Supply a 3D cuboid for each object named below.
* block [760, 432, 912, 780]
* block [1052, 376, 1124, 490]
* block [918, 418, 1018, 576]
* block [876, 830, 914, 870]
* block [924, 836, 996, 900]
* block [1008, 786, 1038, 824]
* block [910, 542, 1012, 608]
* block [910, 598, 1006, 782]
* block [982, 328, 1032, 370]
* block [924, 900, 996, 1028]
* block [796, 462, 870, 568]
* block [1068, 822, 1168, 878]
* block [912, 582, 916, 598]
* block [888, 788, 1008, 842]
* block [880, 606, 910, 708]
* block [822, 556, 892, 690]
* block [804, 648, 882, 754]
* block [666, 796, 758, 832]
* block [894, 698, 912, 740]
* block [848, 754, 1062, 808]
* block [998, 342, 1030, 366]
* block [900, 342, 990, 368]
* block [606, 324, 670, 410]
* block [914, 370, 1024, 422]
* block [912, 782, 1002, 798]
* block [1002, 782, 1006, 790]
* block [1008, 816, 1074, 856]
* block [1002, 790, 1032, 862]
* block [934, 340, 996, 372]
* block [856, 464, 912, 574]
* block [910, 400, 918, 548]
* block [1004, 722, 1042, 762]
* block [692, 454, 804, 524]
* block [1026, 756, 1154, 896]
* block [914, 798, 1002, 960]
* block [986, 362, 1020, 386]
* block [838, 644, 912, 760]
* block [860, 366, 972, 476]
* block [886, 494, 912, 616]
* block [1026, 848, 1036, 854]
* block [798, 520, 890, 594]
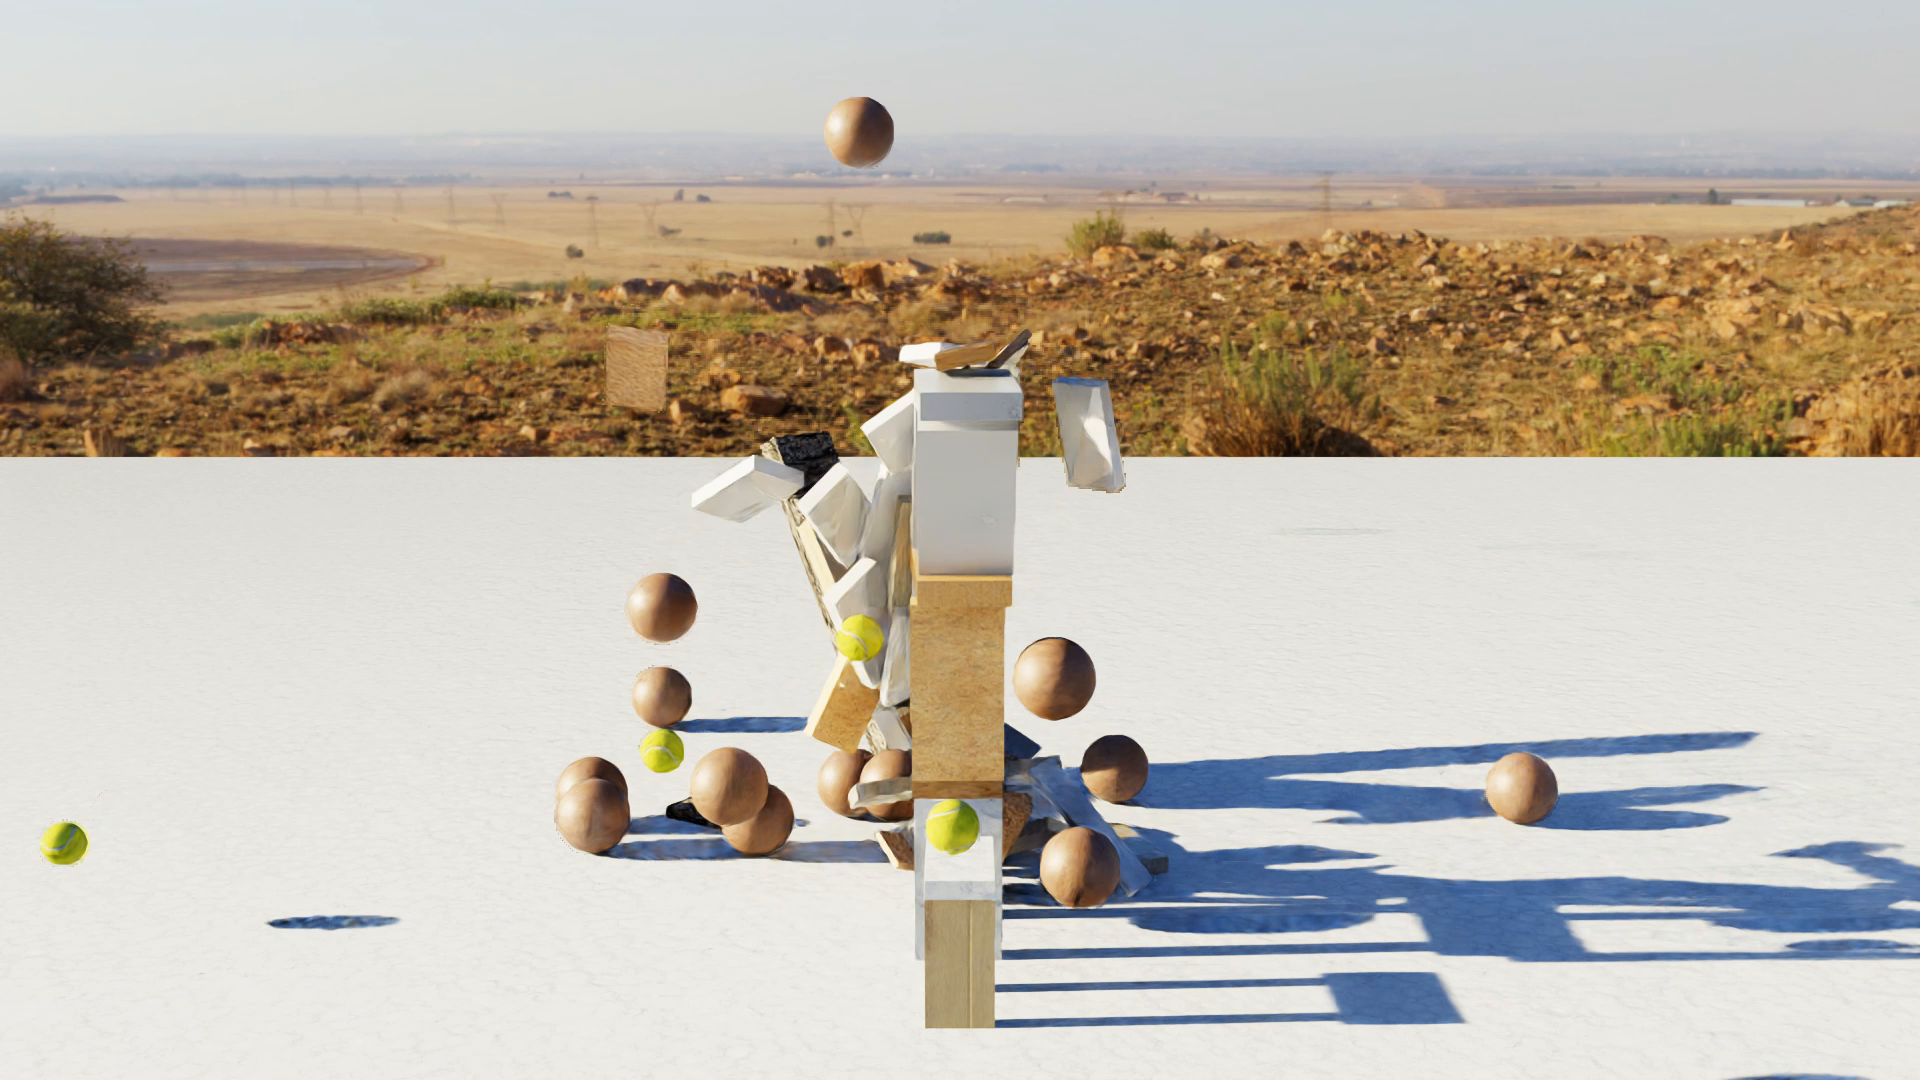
[{"bbox_3d":[-0.203,0.132,4.326,0.044,0.723,0.156,-28,-12,39],"label":"block"},{"bbox_3d":[0.193,-0.160,3.304,0.085,0.171,0.024,10,33,36],"label":"block"},{"bbox_3d":[0.009,-0.062,3.103,0.138,0.275,0.039,0,44,-1],"label":"block"},{"bbox_3d":[-0.106,0.537,3.804,0.047,0.013,0.094,9,24,-31],"label":"block"},{"bbox_3d":[0.000,0.469,3.157,0.099,0.028,0.198,0,11,0],"label":"block"},{"bbox_3d":[0.049,0.466,3.793,0.157,0.022,0.078,-10,28,23],"label":"block"},{"bbox_3d":[-0.001,0.050,3.286,0.137,0.039,0.275,-1,12,-3],"label":"block"},{"bbox_3d":[-0.004,0.221,3.239,0.137,0.275,0.039,0,16,-1],"label":"block"},{"bbox_3d":[0.064,-0.273,3.275,0.052,0.015,0.104,-40,5,46],"label":"block"},{"bbox_3d":[0.000,0.593,3.112,0.099,0.198,0.028,0,11,0],"label":"block"},{"bbox_3d":[-0.184,-0.037,3.446,0.026,0.092,0.185,38,-11,32],"label":"block"},{"bbox_3d":[0.276,0.542,3.848,0.102,0.029,0.204,-4,11,-19],"label":"block"},{"bbox_3d":[-0.005,0.184,3.417,0.137,0.275,0.039,0,15,-1],"label":"block"},{"bbox_3d":[-0.020,0.486,3.931,0.211,0.022,0.078,-24,3,-18],"label":"block"},{"bbox_3d":[-0.069,0.184,3.511,0.094,0.187,0.027,-5,39,-20],"label":"block"},{"bbox_3d":[-0.144,0.134,3.498,0.029,0.202,0.101,22,57,39],"label":"block"},{"bbox_3d":[-0.175,0.248,3.577,0.091,0.183,0.026,27,-4,-35],"label":"block"},{"bbox_3d":[-0.457,0.506,4.062,0.156,0.022,0.078,7,13,33],"label":"block"},{"bbox_3d":[-0.025,0.332,3.624,0.094,0.245,0.027,-25,47,-1],"label":"block"},{"bbox_3d":[-0.008,0.416,3.788,0.360,0.026,0.091,-7,-16,-14],"label":"block"},{"bbox_3d":[0.065,-0.269,3.397,0.052,0.015,0.104,-31,-14,-36],"label":"block"},{"bbox_3d":[-0.024,-0.292,3.486,0.086,0.024,0.171,8,-1,-22],"label":"block"},{"bbox_3d":[-0.501,-0.266,3.408,0.091,0.026,0.183,7,-29,-6],"label":"block"},{"bbox_3d":[0.009,-0.203,3.064,0.138,0.039,0.275,0,11,-3],"label":"block"},{"bbox_3d":[-0.004,0.343,3.424,0.134,0.038,0.268,0,11,0],"label":"block"},{"bbox_3d":[0.016,0.406,3.665,0.109,0.218,0.031,-23,54,-3],"label":"block"},{"bbox_3d":[0.109,0.512,3.784,0.157,0.022,0.078,-20,-28,31],"label":"block"},{"bbox_3d":[0.040,0.486,3.693,0.109,0.218,0.031,9,53,-11],"label":"block"},{"bbox_3d":[0.009,-0.266,3.169,0.086,0.024,0.171,-12,6,2],"label":"block"},{"bbox_3d":[-0.092,-0.036,3.455,0.101,0.202,0.029,1,37,-22],"label":"block"},{"bbox_3d":[-0.001,-0.100,3.289,0.138,0.275,0.039,-1,44,-4],"label":"block"},{"bbox_3d":[0.054,0.373,4.274,0.204,0.029,0.102,33,21,11],"label":"block"},{"bbox_3d":[-0.336,-0.079,3.477,0.092,0.026,0.184,19,-29,-33],"label":"block"},{"bbox_3d":[0.218,0.480,3.695,0.054,0.015,0.269,-28,70,-41],"label":"block"},{"bbox_3d":[-0.003,0.510,3.367,0.134,0.268,0.038,0,11,0],"label":"block"},{"bbox_3d":[0.065,-0.239,3.357,0.052,0.015,0.104,11,-19,4],"label":"block"},{"bbox_3d":[-0.136,0.256,4.151,0.044,0.311,0.156,-5,46,22],"label":"block"},{"bbox_3d":[-0.049,-0.185,3.296,0.184,0.092,0.026,-35,40,-4],"label":"block"},{"bbox_3d":[-0.055,0.023,3.448,0.101,0.202,0.029,-3,29,-16],"label":"block"},{"bbox_3d":[0.086,0.514,3.930,0.078,0.022,0.156,23,5,-14],"label":"block"},{"bbox_3d":[-0.166,0.094,4.012,0.156,0.311,0.044,-15,-13,-38],"label":"block"}]
